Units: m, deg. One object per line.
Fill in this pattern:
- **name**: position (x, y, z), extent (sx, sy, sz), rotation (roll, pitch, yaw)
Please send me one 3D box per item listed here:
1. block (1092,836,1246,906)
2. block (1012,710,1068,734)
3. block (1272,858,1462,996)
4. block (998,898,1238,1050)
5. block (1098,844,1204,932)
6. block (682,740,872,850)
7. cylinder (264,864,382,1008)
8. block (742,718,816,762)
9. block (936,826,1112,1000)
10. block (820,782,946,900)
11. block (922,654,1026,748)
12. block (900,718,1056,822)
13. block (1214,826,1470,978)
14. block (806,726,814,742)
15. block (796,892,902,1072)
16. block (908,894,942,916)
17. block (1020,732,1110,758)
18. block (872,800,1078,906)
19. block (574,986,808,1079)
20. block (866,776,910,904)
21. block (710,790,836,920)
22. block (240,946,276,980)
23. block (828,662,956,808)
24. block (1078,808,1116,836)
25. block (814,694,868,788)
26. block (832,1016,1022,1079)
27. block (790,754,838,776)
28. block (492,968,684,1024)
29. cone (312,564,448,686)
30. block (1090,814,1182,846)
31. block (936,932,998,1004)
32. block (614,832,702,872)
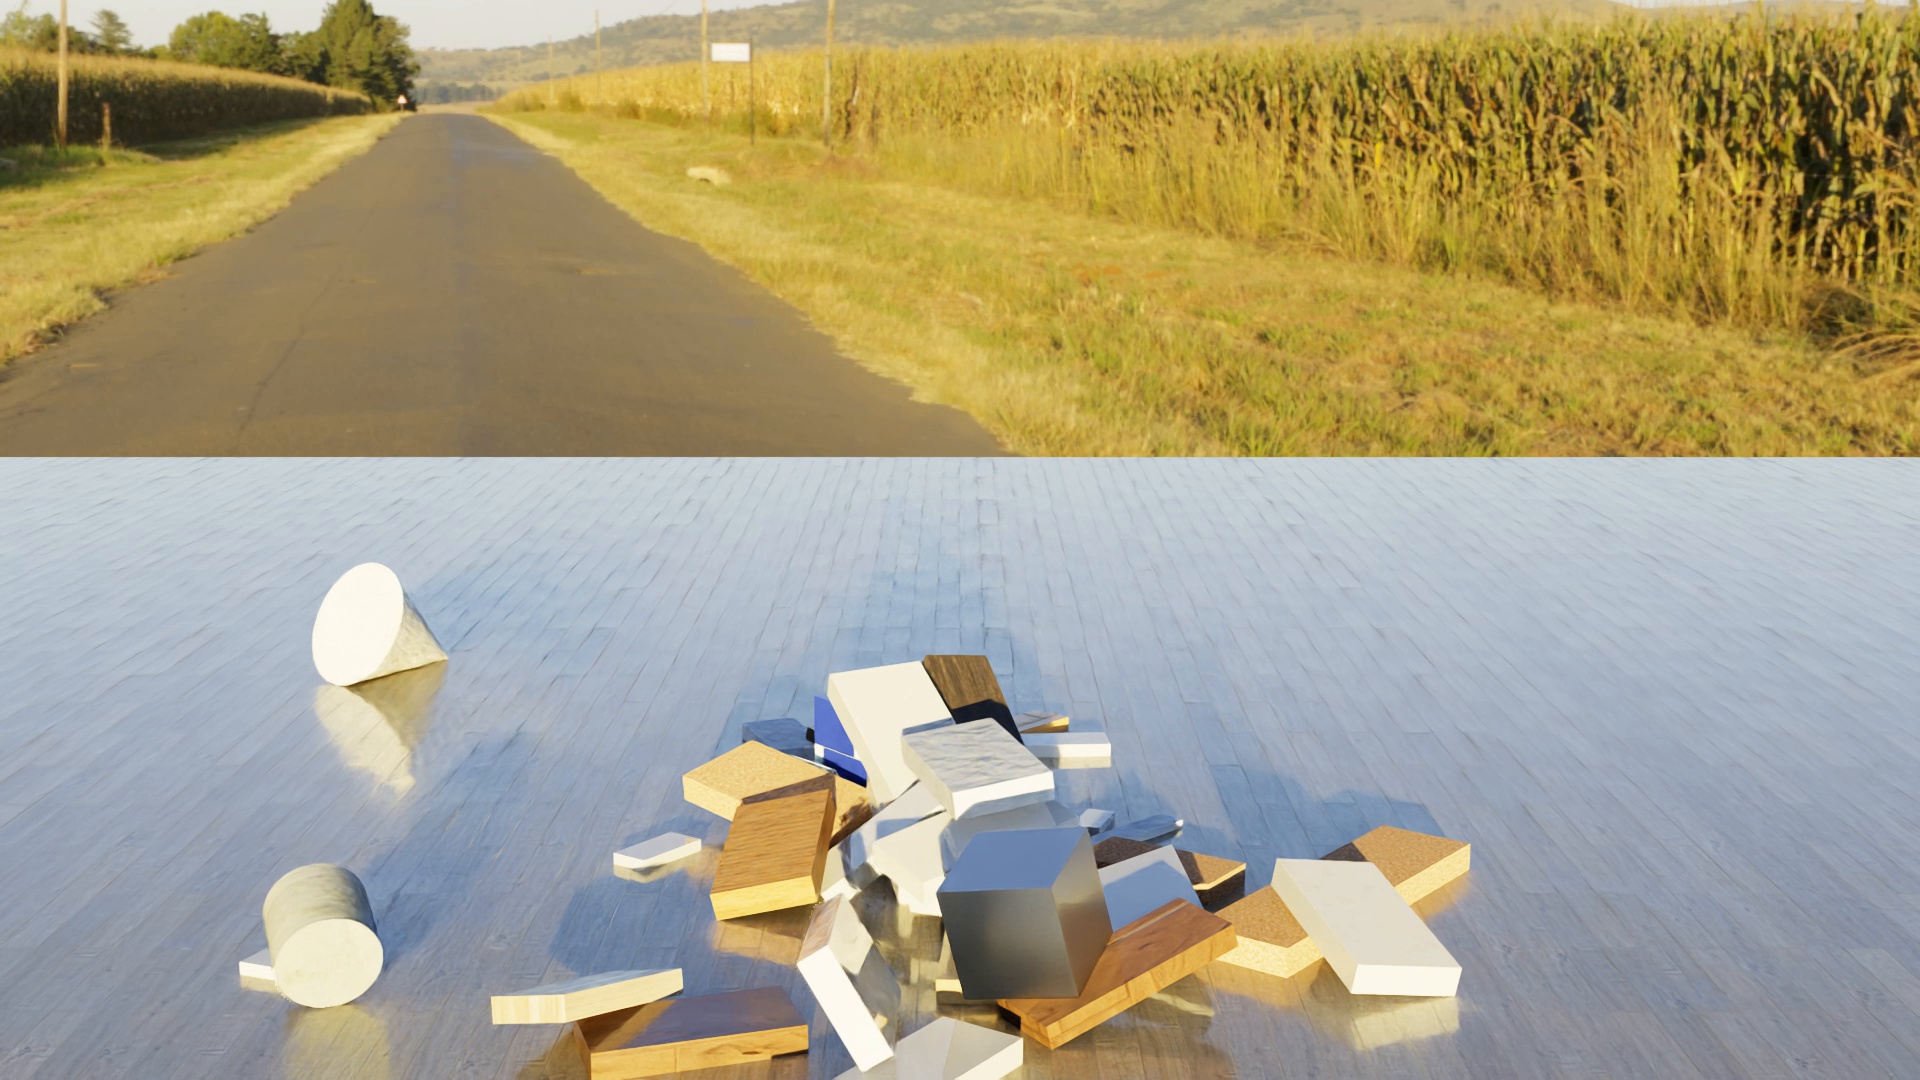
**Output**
- **block**: position (0.338, 0.560, 3.733), extent (0.258, 0.037, 0.129), rotation (7, 13, 34)
- **block**: position (0.050, 0.413, 4.554), extent (0.090, 0.026, 0.436), rotation (10, 14, 42)
- **block**: position (0.614, 0.587, 3.357), extent (0.166, 0.047, 0.332), rotation (5, 18, -15)
- **block**: position (0.228, 0.620, 3.166), extent (0.333, 0.037, 0.132), rotation (-23, 20, -26)
- **block**: position (0.288, 0.579, 3.459), extent (0.166, 0.047, 0.332), rotation (-19, 11, 0)
- **block**: position (-0.315, 0.468, 3.981), extent (0.352, 0.050, 0.176), rotation (18, 29, 37)
- **cylinder**: position (-0.936, 0.579, 3.227), extent (0.151, 0.151, 0.151), rotation (-4, 25, -22)
- **block**: position (-0.362, 0.414, 4.530), extent (0.112, 0.032, 0.224), rotation (-4, 11, -22)
- **block**: position (0.095, 0.537, 3.167), extent (0.176, 0.176, 0.176), rotation (-6, 19, 23)
- **block**: position (-0.130, 0.502, 3.656), extent (0.258, 0.037, 0.129), rotation (-37, 18, -6)
- **block**: position (0.051, 0.376, 4.023), extent (0.129, 0.037, 0.404), rotation (2, 46, -30)
- **block**: position (0.025, 0.378, 3.669), extent (0.167, 0.047, 0.334), rotation (-11, 14, -14)
- **block**: position (0.619, 0.581, 3.591), extent (0.166, 0.047, 0.627), rotation (8, 13, 37)
- **block**: position (-0.214, 0.407, 4.474), extent (0.180, 0.025, 0.090), rotation (6, 7, -37)
- **block**: position (-0.149, 0.602, 3.027), extent (0.047, 0.167, 0.334), rotation (-31, 2, 2)
- **block**: position (0.036, 0.510, 3.569), extent (0.149, 0.042, 0.299), rotation (4, 26, 17)
- **block**: position (0.213, 0.420, 4.513), extent (0.180, 0.025, 0.090), rotation (-1, 11, -4)
- **block**: position (0.026, 0.482, 3.530), extent (0.299, 0.042, 0.149), rotation (-19, 29, -29)
- **block**: position (-0.375, 0.683, 3.050), extent (0.299, 0.042, 0.149), rotation (-4, 11, -19)
- **block**: position (-0.047, 0.502, 3.780), extent (0.176, 0.050, 0.352), rotation (-2, 25, -11)
- **block**: position (-0.310, 0.524, 3.687), extent (0.167, 0.047, 0.334), rotation (-11, 17, 6)
- **block**: position (-1.005, 0.644, 3.321), extent (0.144, 0.020, 0.072), rotation (4, 11, 21)
- **block**: position (-0.095, 0.352, 3.910), extent (0.176, 0.050, 0.352), rotation (-7, 37, -21)
- **block**: position (0.245, 0.516, 4.026), extent (0.052, 0.015, 0.104), rotation (4, 11, 19)
- **block**: position (-0.131, 0.397, 4.147), extent (0.205, 0.205, 0.205), rotation (-8, 13, -38)
- **block**: position (-0.044, 0.709, 2.925), extent (0.132, 0.037, 0.265), rotation (7, 13, 34)
- **block**: position (-0.270, 0.434, 4.085), extent (0.104, 0.052, 0.015), rotation (15, 53, 30)
- **block**: position (-0.520, 0.640, 3.092), extent (0.129, 0.037, 0.258), rotation (-8, -6, 30)
- **cone**: position (-1.313, 0.240, 5.193), extent (0.295, 0.295, 0.295), rotation (8, -14, 37)
- **block**: position (0.267, 0.536, 3.917), extent (0.340, 0.015, 0.052), rotation (-10, 15, -44)
- **block**: position (0.038, 0.635, 3.327), extent (0.129, 0.037, 0.258), rotation (1, 11, 3)
- **block**: position (-0.529, 0.546, 3.852), extent (0.072, 0.020, 0.144), rotation (7, 13, 35)
